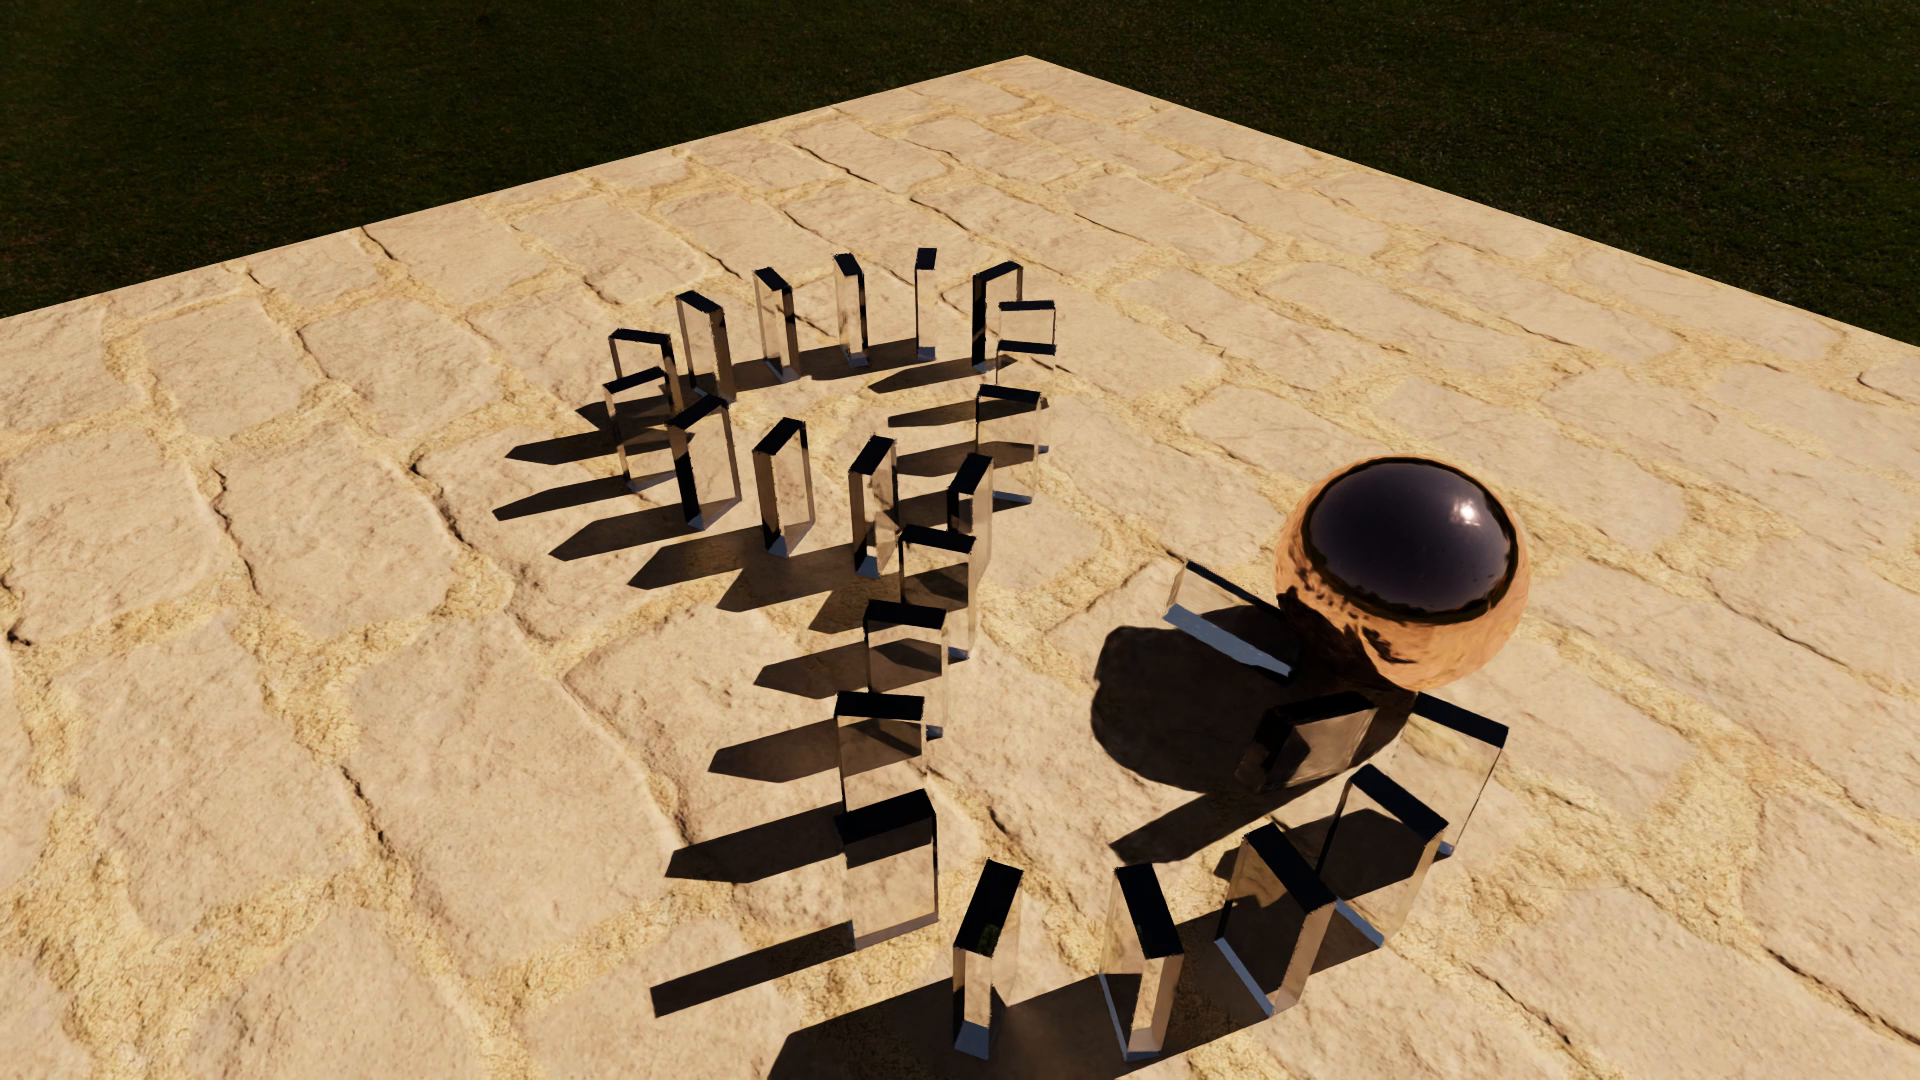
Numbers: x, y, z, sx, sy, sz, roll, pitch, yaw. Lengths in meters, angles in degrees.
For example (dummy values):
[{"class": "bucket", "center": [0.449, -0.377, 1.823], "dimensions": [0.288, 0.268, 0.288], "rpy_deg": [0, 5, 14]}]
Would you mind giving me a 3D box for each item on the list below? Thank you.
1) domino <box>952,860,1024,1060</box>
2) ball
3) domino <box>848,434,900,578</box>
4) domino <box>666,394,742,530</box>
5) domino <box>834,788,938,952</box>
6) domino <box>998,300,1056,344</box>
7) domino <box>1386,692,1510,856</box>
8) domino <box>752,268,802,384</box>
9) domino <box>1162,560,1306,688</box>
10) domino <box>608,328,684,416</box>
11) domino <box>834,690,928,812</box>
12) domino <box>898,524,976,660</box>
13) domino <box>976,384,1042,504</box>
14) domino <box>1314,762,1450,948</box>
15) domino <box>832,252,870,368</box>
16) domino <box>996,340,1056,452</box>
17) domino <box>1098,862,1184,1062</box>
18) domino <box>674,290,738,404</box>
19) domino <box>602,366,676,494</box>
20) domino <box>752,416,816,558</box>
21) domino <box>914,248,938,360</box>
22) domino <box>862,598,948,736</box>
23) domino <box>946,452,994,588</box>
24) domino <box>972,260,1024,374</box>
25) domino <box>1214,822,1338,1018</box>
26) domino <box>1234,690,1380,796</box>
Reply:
[{"class": "domino", "center": [0.007, 0.108, 0.280], "dimensions": [0.010, 0.050, 0.025], "rpy_deg": [13, 41, 15]}, {"class": "ball", "center": [0.147, 0.011, 0.371], "dimensions": [0.080, 0.080, 0.080], "rpy_deg": [0, 39, 0]}, {"class": "domino", "center": [-0.033, -0.012, 0.427], "dimensions": [0.010, 0.050, 0.025], "rpy_deg": [12, 41, 14]}, {"class": "domino", "center": [-0.104, -0.031, 0.450], "dimensions": [0.009, 0.050, 0.025], "rpy_deg": [21, 44, 23]}, {"class": "domino", "center": [-0.019, 0.091, 0.301], "dimensions": [0.025, 0.050, 0.010], "rpy_deg": [-14, 41, -17]}, {"class": "domino", "center": [0.031, -0.088, 0.519], "dimensions": [0.025, 0.050, 0.009], "rpy_deg": [-3, 39, -3]}, {"class": "domino", "center": [0.141, 0.070, 0.326], "dimensions": [0.025, 0.050, 0.009], "rpy_deg": [22, 44, 25]}, {"class": "domino", "center": [-0.090, -0.105, 0.540], "dimensions": [0.009, 0.050, 0.025], "rpy_deg": [-21, 44, -23]}, {"class": "domino", "center": [0.099, 0.029, 0.393], "dimensions": [0.050, 0.010, 0.025], "rpy_deg": [29, 43, 0]}, {"class": "domino", "center": [-0.140, -0.070, 0.497], "dimensions": [0.025, 0.050, 0.009], "rpy_deg": [9, 40, 11]}, {"class": "domino", "center": [-0.023, 0.067, 0.330], "dimensions": [0.025, 0.050, 0.009], "rpy_deg": [3, 39, 4]}, {"class": "domino", "center": [-0.008, 0.019, 0.388], "dimensions": [0.025, 0.050, 0.009], "rpy_deg": [11, 41, 13]}, {"class": "domino", "center": [0.020, -0.040, 0.460], "dimensions": [0.025, 0.050, 0.010], "rpy_deg": [10, 40, 12]}, {"class": "domino", "center": [0.115, 0.088, 0.304], "dimensions": [0.009, 0.050, 0.025], "rpy_deg": [-26, 46, -28]}, {"class": "domino", "center": [-0.055, -0.115, 0.552], "dimensions": [0.010, 0.050, 0.025], "rpy_deg": [-12, 41, -14]}, {"class": "domino", "center": [0.029, -0.064, 0.489], "dimensions": [0.025, 0.050, 0.009], "rpy_deg": [7, 40, 8]}, {"class": "domino", "center": [0.045, 0.108, 0.280], "dimensions": [0.010, 0.050, 0.025], "rpy_deg": [-7, 40, -8]}, {"class": "domino", "center": [-0.120, -0.090, 0.522], "dimensions": [0.010, 0.050, 0.025], "rpy_deg": [-32, 49, -33]}, {"class": "domino", "center": [-0.134, -0.047, 0.468], "dimensions": [0.025, 0.050, 0.010], "rpy_deg": [-26, 46, -28]}, {"class": "domino", "center": [-0.069, -0.021, 0.437], "dimensions": [0.009, 0.050, 0.025], "rpy_deg": [14, 41, 16]}, {"class": "domino", "center": [-0.017, -0.119, 0.557], "dimensions": [0.010, 0.050, 0.025], "rpy_deg": [2, 39, 2]}, {"class": "domino", "center": [-0.017, 0.043, 0.360], "dimensions": [0.025, 0.050, 0.009], "rpy_deg": [7, 40, 9]}, {"class": "domino", "center": [0.004, -0.005, 0.418], "dimensions": [0.009, 0.050, 0.025], "rpy_deg": [12, 41, 15]}, {"class": "domino", "center": [0.018, -0.111, 0.546], "dimensions": [0.025, 0.050, 0.010], "rpy_deg": [-30, 48, -32]}, {"class": "domino", "center": [0.082, 0.100, 0.289], "dimensions": [0.010, 0.050, 0.025], "rpy_deg": [-17, 42, -19]}, {"class": "domino", "center": [0.108, 0.062, 0.340], "dimensions": [0.050, 0.025, 0.009], "rpy_deg": [-1, 29, -42]}]
